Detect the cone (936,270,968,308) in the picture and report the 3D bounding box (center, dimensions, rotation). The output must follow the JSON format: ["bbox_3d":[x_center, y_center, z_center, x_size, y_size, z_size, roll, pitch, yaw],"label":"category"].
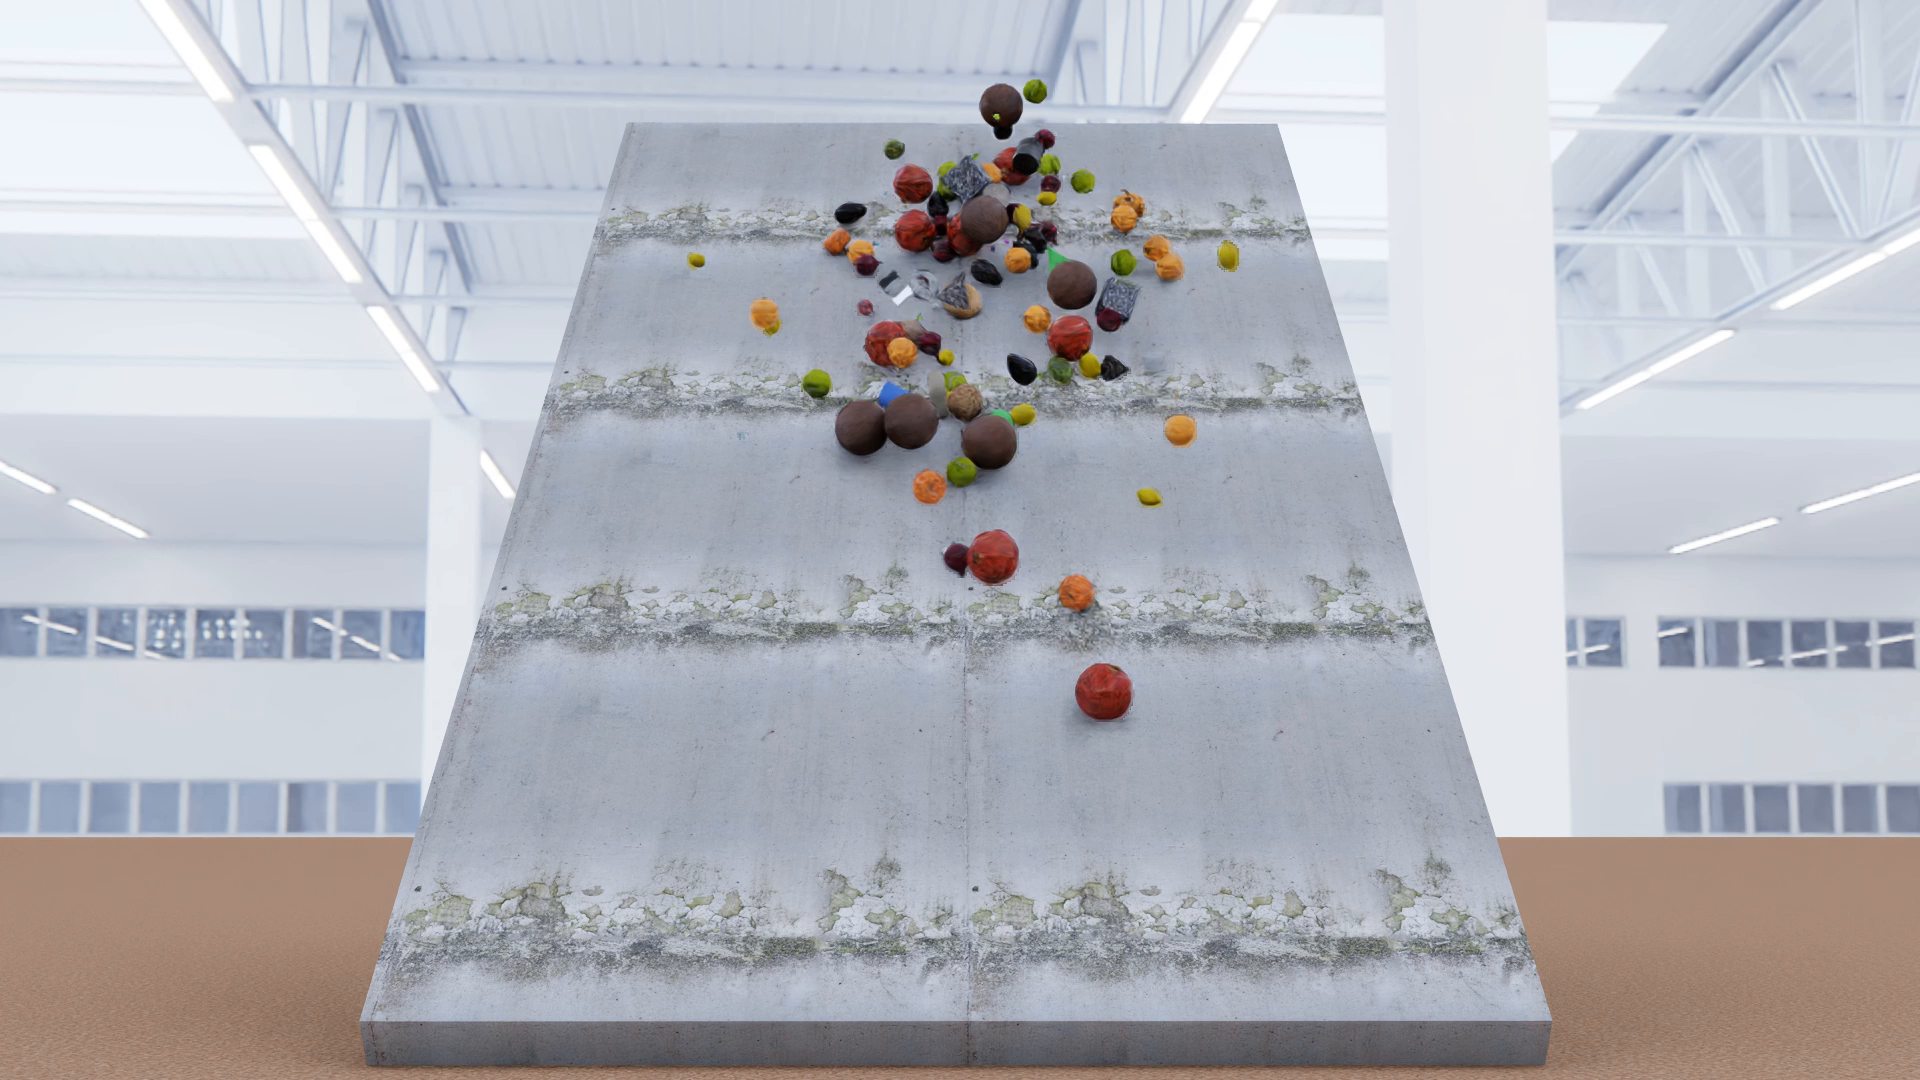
[{"bbox_3d":[-0.005,-0.649,6.227,0.088,0.088,0.088,18,17,-6],"label":"cone"}]

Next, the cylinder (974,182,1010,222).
[{"bbox_3d":[0.090,-0.948,6.838,0.081,0.081,0.081,2,-18,-19],"label":"cylinder"}]

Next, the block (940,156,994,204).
[{"bbox_3d":[0.021,-1.005,6.809,0.096,0.096,0.096,-42,-1,13],"label":"block"}]

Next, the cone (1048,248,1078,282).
[{"bbox_3d":[0.253,-0.744,6.466,0.085,0.085,0.085,-29,23,14],"label":"cone"}]

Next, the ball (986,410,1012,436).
[{"bbox_3d":[0.094,-0.279,5.797,0.063,0.063,0.063,0,-7,0],"label":"ball"}]

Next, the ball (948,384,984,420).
[{"bbox_3d":[0.013,-0.331,5.861,0.087,0.087,0.087,0,-7,0],"label":"ball"}]

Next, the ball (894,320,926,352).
[{"bbox_3d":[-0.127,-0.517,6.166,0.083,0.083,0.083,0,-7,0],"label":"ball"}]

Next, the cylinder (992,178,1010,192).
[{"bbox_3d":[0.103,-1.000,6.976,0.061,0.061,0.061,5,23,-38],"label":"cylinder"}]

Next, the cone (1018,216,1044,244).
[{"bbox_3d":[0.201,-0.849,6.705,0.076,0.076,0.076,4,-7,-5],"label":"cone"}]

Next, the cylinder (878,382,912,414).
[{"bbox_3d":[-0.156,-0.342,5.892,0.060,0.060,0.060,27,3,20],"label":"cylinder"}]

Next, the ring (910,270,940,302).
[{"bbox_3d":[-0.094,-0.670,6.410,0.092,0.092,0.031,-7,26,45],"label":"ring"}]

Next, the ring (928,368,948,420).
[{"bbox_3d":[-0.053,-0.344,5.763,0.041,0.122,0.122,-6,-7,1],"label":"ring"}]

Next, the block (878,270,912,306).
[{"bbox_3d":[-0.167,-0.652,6.298,0.053,0.053,0.053,-41,-42,3],"label":"block"}]

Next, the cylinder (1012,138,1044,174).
[{"bbox_3d":[0.190,-1.072,6.811,0.075,0.075,0.075,10,-45,10],"label":"cylinder"}]

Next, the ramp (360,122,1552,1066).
[{"bbox_3d":[-0.014,-0.196,5.818,2.000,0.100,4.000,0,31,0],"label":"ramp"}]

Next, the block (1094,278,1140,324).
[{"bbox_3d":[0.399,-0.606,6.186,0.082,0.082,0.082,20,-10,-4],"label":"block"}]
